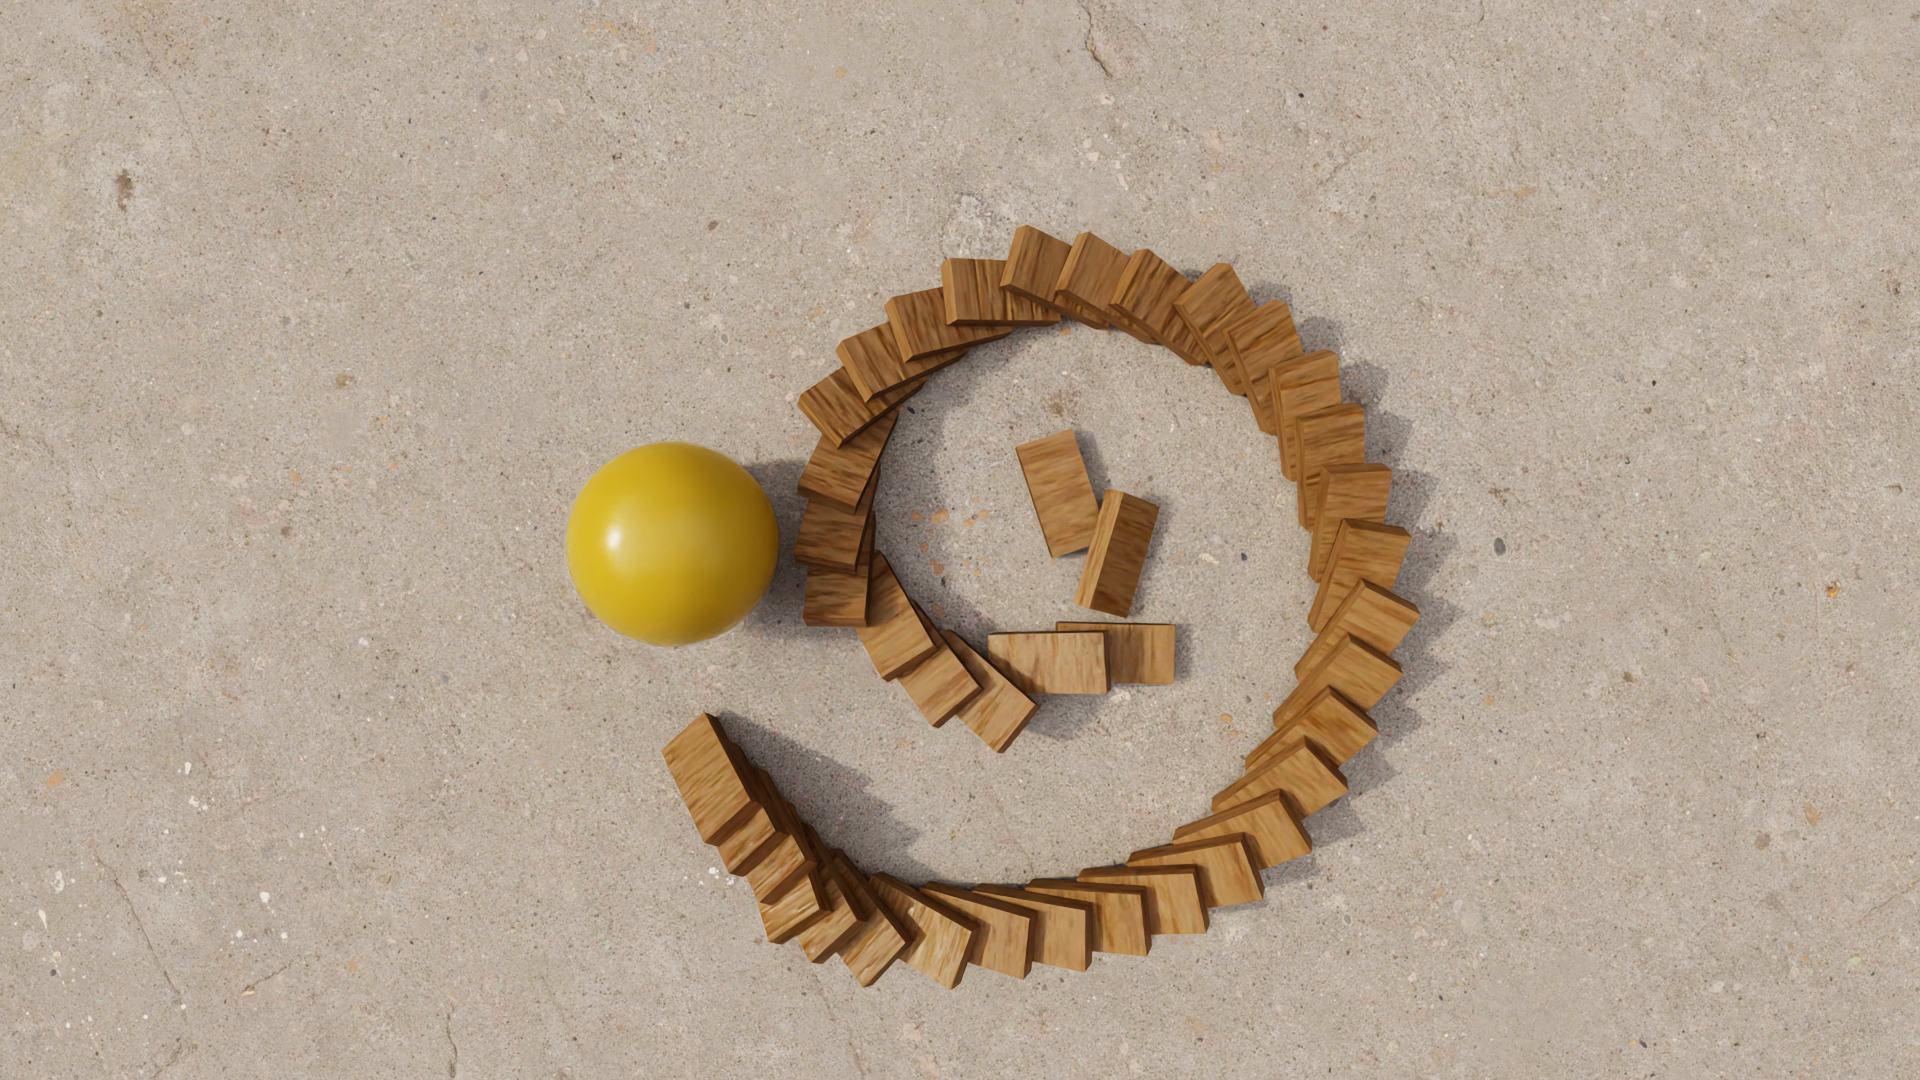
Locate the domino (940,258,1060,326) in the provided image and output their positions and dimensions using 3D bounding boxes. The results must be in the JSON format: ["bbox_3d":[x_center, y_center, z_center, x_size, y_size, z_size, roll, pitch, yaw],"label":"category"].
[{"bbox_3d":[0.018,-0.103,0.384,0.050,0.009,0.025,-6,90,-27],"label":"domino"}]

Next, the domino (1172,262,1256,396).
[{"bbox_3d":[0.113,-0.088,0.385,0.025,0.010,0.050,-42,116,0],"label":"domino"}]

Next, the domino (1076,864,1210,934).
[{"bbox_3d":[0.077,0.151,0.385,0.050,0.009,0.025,-12,90,25],"label":"domino"}]

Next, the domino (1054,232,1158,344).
[{"bbox_3d":[0.066,-0.105,0.385,0.050,0.009,0.025,22,90,-26],"label":"domino"}]

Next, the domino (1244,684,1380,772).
[{"bbox_3d":[0.147,0.087,0.385,0.025,0.010,0.050,38,115,0],"label":"domino"}]

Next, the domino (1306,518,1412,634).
[{"bbox_3d":[0.167,0.017,0.385,0.025,0.009,0.050,8,116,0],"label":"domino"}]

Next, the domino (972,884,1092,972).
[{"bbox_3d":[0.030,0.162,0.385,0.050,0.010,0.025,0,90,25],"label":"domino"}]

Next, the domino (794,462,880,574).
[{"bbox_3d":[-0.051,-0.012,0.384,0.025,0.009,0.050,10,63,2],"label":"domino"}]

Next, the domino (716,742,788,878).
[{"bbox_3d":[-0.094,0.111,0.381,0.025,0.009,0.050,-43,53,0],"label":"domino"}]

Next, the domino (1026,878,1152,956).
[{"bbox_3d":[0.054,0.158,0.385,0.050,0.010,0.025,-6,90,25],"label":"domino"}]

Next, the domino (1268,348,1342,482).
[{"bbox_3d":[0.147,-0.052,0.385,0.025,0.009,0.050,-18,115,0],"label":"domino"}]

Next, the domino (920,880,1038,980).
[{"bbox_3d":[0.006,0.163,0.385,0.050,0.010,0.025,6,90,25],"label":"domino"}]

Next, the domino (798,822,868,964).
[{"bbox_3d":[-0.062,0.146,0.381,0.025,0.010,0.050,-42,54,0],"label":"domino"}]

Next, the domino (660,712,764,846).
[{"bbox_3d":[-0.104,0.099,0.381,0.025,0.010,0.050,-42,53,0],"label":"domino"}]

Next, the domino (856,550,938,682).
[{"bbox_3d":[-0.032,0.031,0.385,0.025,0.010,0.050,-32,66,0],"label":"domino"}]

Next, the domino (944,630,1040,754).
[{"bbox_3d":[0.007,0.063,0.385,0.050,0.009,0.025,39,91,25],"label":"domino"}]

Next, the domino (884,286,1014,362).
[{"bbox_3d":[-0.004,-0.093,0.385,0.050,0.009,0.025,-20,90,-27],"label":"domino"}]

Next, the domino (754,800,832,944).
[{"bbox_3d":[-0.074,0.137,0.380,0.025,0.009,0.050,-35,53,5],"label":"domino"}]

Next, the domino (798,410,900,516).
[{"bbox_3d":[-0.046,-0.037,0.385,0.025,0.010,0.050,21,63,0],"label":"domino"}]

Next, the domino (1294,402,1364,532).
[{"bbox_3d":[0.156,-0.030,0.385,0.025,0.009,0.050,-13,115,0],"label":"domino"}]

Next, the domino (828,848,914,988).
[{"bbox_3d":[-0.045,0.158,0.385,0.025,0.010,0.050,-47,64,0],"label":"domino"}]

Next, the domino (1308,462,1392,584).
[{"bbox_3d":[0.163,-0.007,0.385,0.025,0.009,0.050,-3,115,0],"label":"domino"}]

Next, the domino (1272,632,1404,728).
[{"bbox_3d":[0.158,0.065,0.385,0.025,0.010,0.050,31,115,0],"label":"domino"}]

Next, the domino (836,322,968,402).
[{"bbox_3d":[-0.024,-0.079,0.384,0.050,0.009,0.025,-30,89,-27],"label":"domino"}]

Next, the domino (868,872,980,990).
[{"bbox_3d":[-0.019,0.163,0.385,0.050,0.010,0.025,19,90,26],"label":"domino"}]

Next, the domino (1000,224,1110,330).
[{"bbox_3d":[0.043,-0.110,0.385,0.050,0.009,0.025,16,90,-26],"label":"domino"}]

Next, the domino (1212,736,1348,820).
[{"bbox_3d":[0.134,0.107,0.385,0.025,0.009,0.050,45,115,0],"label":"domino"}]

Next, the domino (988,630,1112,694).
[{"bbox_3d":[0.037,0.052,0.387,0.050,0.009,0.025,-3,90,21],"label":"domino"}]

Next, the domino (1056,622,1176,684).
[{"bbox_3d":[0.066,0.048,0.395,0.050,0.009,0.025,1,90,0],"label":"domino"}]

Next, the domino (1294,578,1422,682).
[{"bbox_3d":[0.166,0.043,0.385,0.025,0.010,0.050,26,115,0],"label":"domino"}]

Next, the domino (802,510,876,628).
[{"bbox_3d":[-0.050,0.011,0.383,0.025,0.010,0.050,0,62,3],"label":"domino"}]

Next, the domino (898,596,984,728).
[{"bbox_3d":[-0.015,0.051,0.385,0.025,0.010,0.050,-40,65,1],"label":"domino"}]

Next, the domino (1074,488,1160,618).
[{"bbox_3d":[0.067,0.006,0.388,0.025,0.010,0.050,17,90,-40],"label":"domino"}]

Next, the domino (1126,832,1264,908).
[{"bbox_3d":[0.099,0.141,0.385,0.050,0.010,0.025,-21,90,25],"label":"domino"}]

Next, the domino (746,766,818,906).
[{"bbox_3d":[-0.082,0.122,0.381,0.025,0.010,0.050,-42,53,0],"label":"domino"}]

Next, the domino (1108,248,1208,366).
[{"bbox_3d":[0.088,-0.097,0.385,0.050,0.010,0.025,28,90,-26],"label":"domino"}]

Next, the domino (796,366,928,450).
[{"bbox_3d":[-0.041,-0.062,0.384,0.050,0.009,0.025,-41,88,-28],"label":"domino"}]

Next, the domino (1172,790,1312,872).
[{"bbox_3d":[0.118,0.126,0.385,0.050,0.009,0.025,-32,90,26],"label":"domino"}]

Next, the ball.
[{"bbox_3d":[-0.112,0.002,0.360,0.080,0.080,0.080,0,90,0],"label":"ball"}]

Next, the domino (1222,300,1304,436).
[{"bbox_3d":[0.131,-0.072,0.385,0.025,0.010,0.050,-31,116,0],"label":"domino"}]

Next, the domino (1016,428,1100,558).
[{"bbox_3d":[0.044,-0.020,0.395,0.025,0.009,0.050,-18,90,0],"label":"domino"}]
